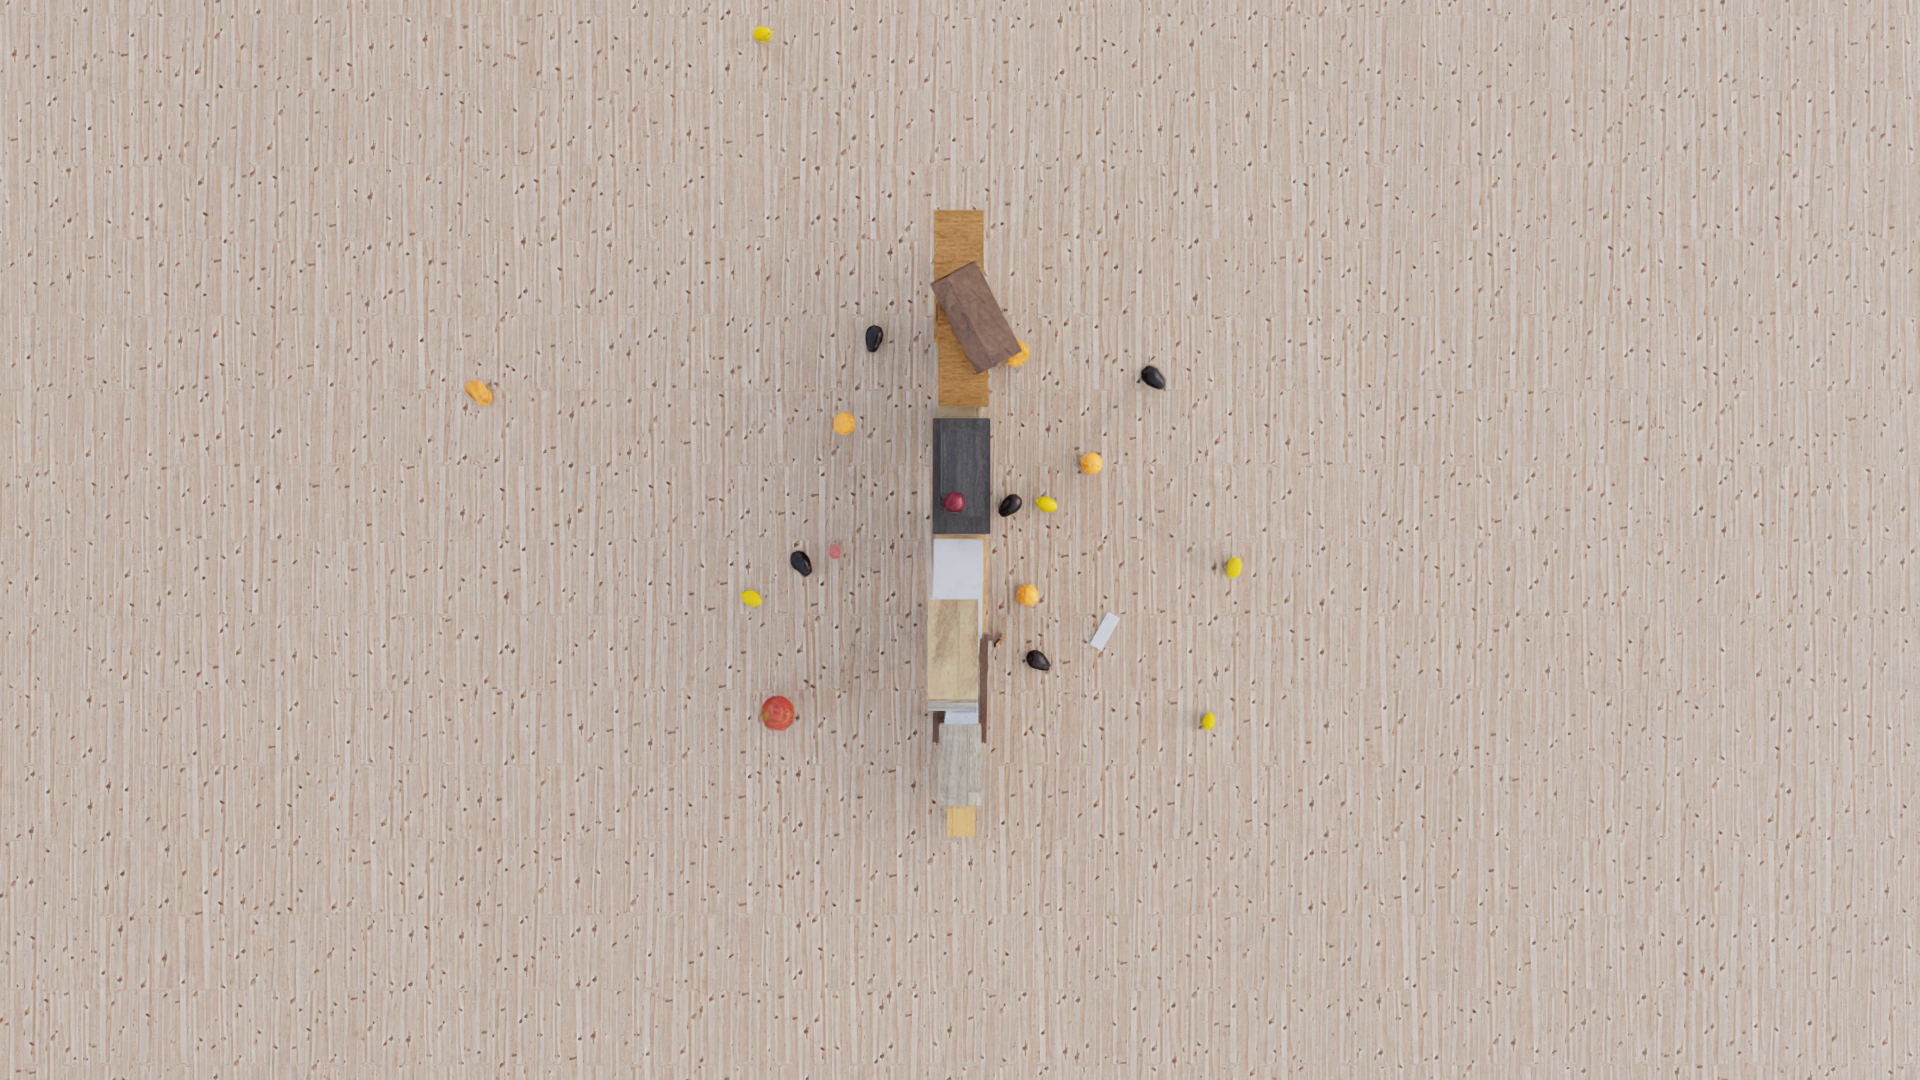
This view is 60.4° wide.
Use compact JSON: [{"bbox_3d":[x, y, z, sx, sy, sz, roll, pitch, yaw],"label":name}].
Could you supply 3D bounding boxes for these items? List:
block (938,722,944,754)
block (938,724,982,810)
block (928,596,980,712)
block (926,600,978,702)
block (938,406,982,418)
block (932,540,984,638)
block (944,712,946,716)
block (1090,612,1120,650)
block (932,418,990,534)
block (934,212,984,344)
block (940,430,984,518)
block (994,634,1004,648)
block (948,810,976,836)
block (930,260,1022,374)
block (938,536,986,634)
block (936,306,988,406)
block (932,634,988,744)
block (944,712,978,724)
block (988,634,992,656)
[{"bbox_3d":[-0.003,0.660,5.011,0.125,0.250,0.035,1,130,0],"label":"block"},{"bbox_3d":[0.000,0.671,4.886,0.125,0.035,0.250,0,64,0],"label":"block"},{"bbox_3d":[-0.019,0.347,5.051,0.153,0.043,0.364,1,63,0],"label":"block"},{"bbox_3d":[-0.022,0.333,4.975,0.153,0.043,0.305,0,76,0],"label":"block"},{"bbox_3d":[-0.002,-0.520,5.207,0.137,0.039,0.274,0,90,0],"label":"block"},{"bbox_3d":[-0.006,0.149,5.080,0.153,0.043,0.305,1,71,0],"label":"block"},{"bbox_3d":[0.006,0.459,5.064,0.100,0.028,0.201,1,66,0],"label":"block"},{"bbox_3d":[0.482,0.303,5.494,0.045,0.013,0.125,30,90,0],"label":"block"},{"bbox_3d":[0.005,-0.198,5.118,0.178,0.050,0.356,0,90,0],"label":"block"},{"bbox_3d":[-0.004,-0.811,5.103,0.154,0.044,0.402,0,97,0],"label":"block"},{"bbox_3d":[0.005,-0.195,4.820,0.127,0.036,0.254,0,90,0],"label":"block"},{"bbox_3d":[0.130,0.336,5.454,0.013,0.091,0.045,35,88,0],"label":"block"},{"bbox_3d":[0.004,0.863,5.310,0.089,0.025,0.177,0,90,0],"label":"block"},{"bbox_3d":[0.049,-0.676,5.016,0.154,0.044,0.308,-27,105,5],"label":"block"},{"bbox_3d":[0.004,0.138,5.173,0.153,0.043,0.305,0,90,0],"label":"block"},{"bbox_3d":[0.008,-0.569,5.091,0.154,0.044,0.308,-1,106,-2],"label":"block"},{"bbox_3d":[0.001,0.462,5.141,0.167,0.047,0.335,1,90,0],"label":"block"},{"bbox_3d":[0.002,0.613,4.958,0.100,0.028,0.201,2,63,0],"label":"block"},{"bbox_3d":[0.016,0.326,5.332,0.167,0.335,0.047,9,90,0],"label":"block"}]
